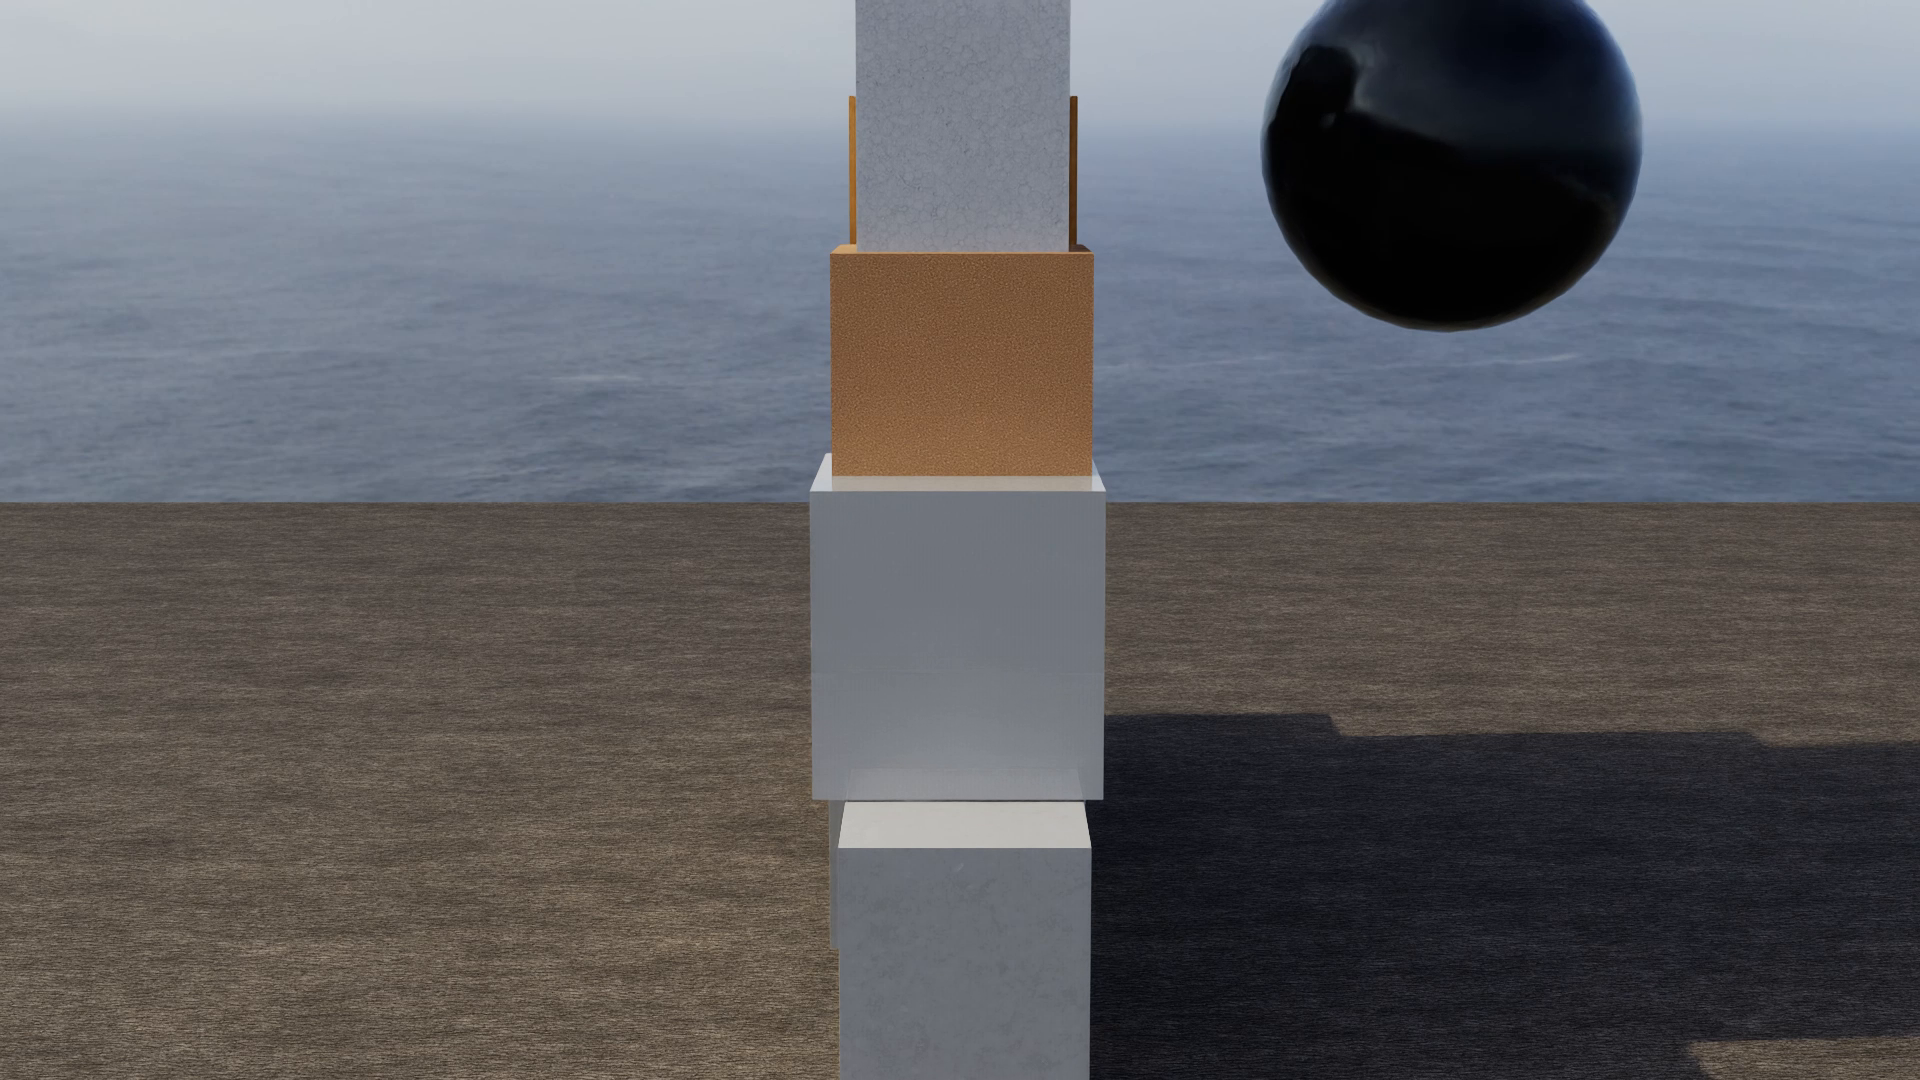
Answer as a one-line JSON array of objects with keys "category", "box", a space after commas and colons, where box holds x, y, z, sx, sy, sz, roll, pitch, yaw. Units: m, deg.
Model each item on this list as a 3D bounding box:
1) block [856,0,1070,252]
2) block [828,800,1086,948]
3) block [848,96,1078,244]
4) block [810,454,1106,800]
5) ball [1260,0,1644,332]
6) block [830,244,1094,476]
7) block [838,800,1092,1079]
[{"category": "block", "box": [0.011, -1.589, 9.707, 0.772, 0.957, 0.889, 0, 9, 0]}, {"category": "block", "box": [-0.010, 1.076, 10.870, 1.034, 0.995, 1.081, 0, 10, 0]}, {"category": "block", "box": [0.014, -1.341, 10.609, 0.904, 0.964, 0.814, 0, 9, 0]}, {"category": "block", "box": [-0.007, 0.292, 9.567, 1.033, 1.106, 1.096, 0, 9, 0]}, {"category": "ball", "box": [2.074, -1.681, 10.875, 1.600, 1.600, 1.600, 0, 10, 0]}, {"category": "block", "box": [0.007, -0.696, 9.702, 0.948, 0.806, 0.851, 0, 9, 0]}, {"category": "block", "box": [0.016, 1.419, 9.095, 0.847, 0.954, 0.887, 0, 10, 0]}]
